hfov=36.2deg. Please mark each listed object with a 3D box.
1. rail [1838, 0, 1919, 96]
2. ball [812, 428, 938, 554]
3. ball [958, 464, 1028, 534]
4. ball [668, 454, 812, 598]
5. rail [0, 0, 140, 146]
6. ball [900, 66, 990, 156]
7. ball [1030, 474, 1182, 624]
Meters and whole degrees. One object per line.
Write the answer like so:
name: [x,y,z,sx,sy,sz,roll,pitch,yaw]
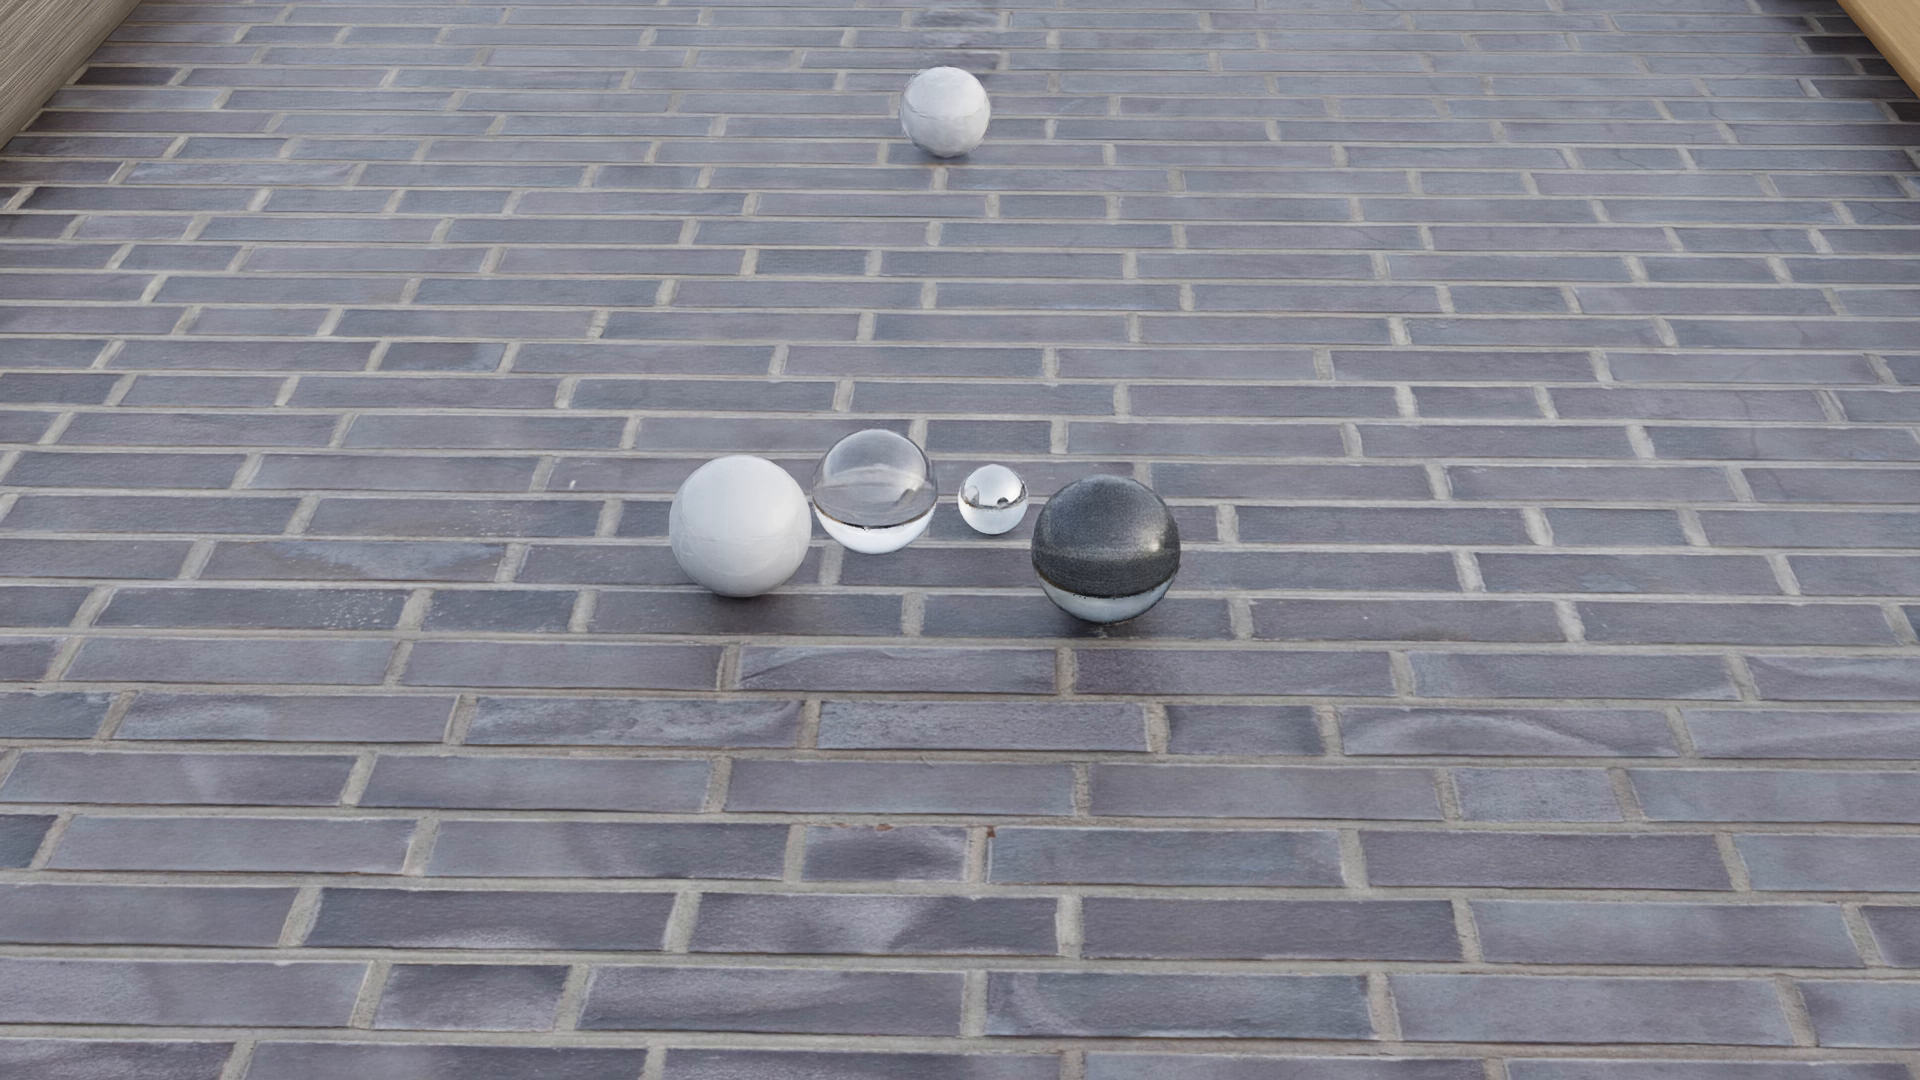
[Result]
rail: [0.865,-0.349,2.478,0.045,0.120,2.998,1,27,1]
ball: [-0.055,-0.031,1.894,0.082,0.082,0.082,0,27,0]
ball: [0.022,-0.027,1.924,0.046,0.046,0.046,0,27,0]
ball: [-0.137,-0.009,1.840,0.090,0.090,0.090,0,27,0]
rail: [-0.831,-0.366,2.513,0.045,0.120,2.998,1,27,1]
ball: [-0.013,-0.376,2.579,0.079,0.079,0.079,0,27,0]
ball: [0.090,0.005,1.809,0.093,0.093,0.093,0,27,0]
